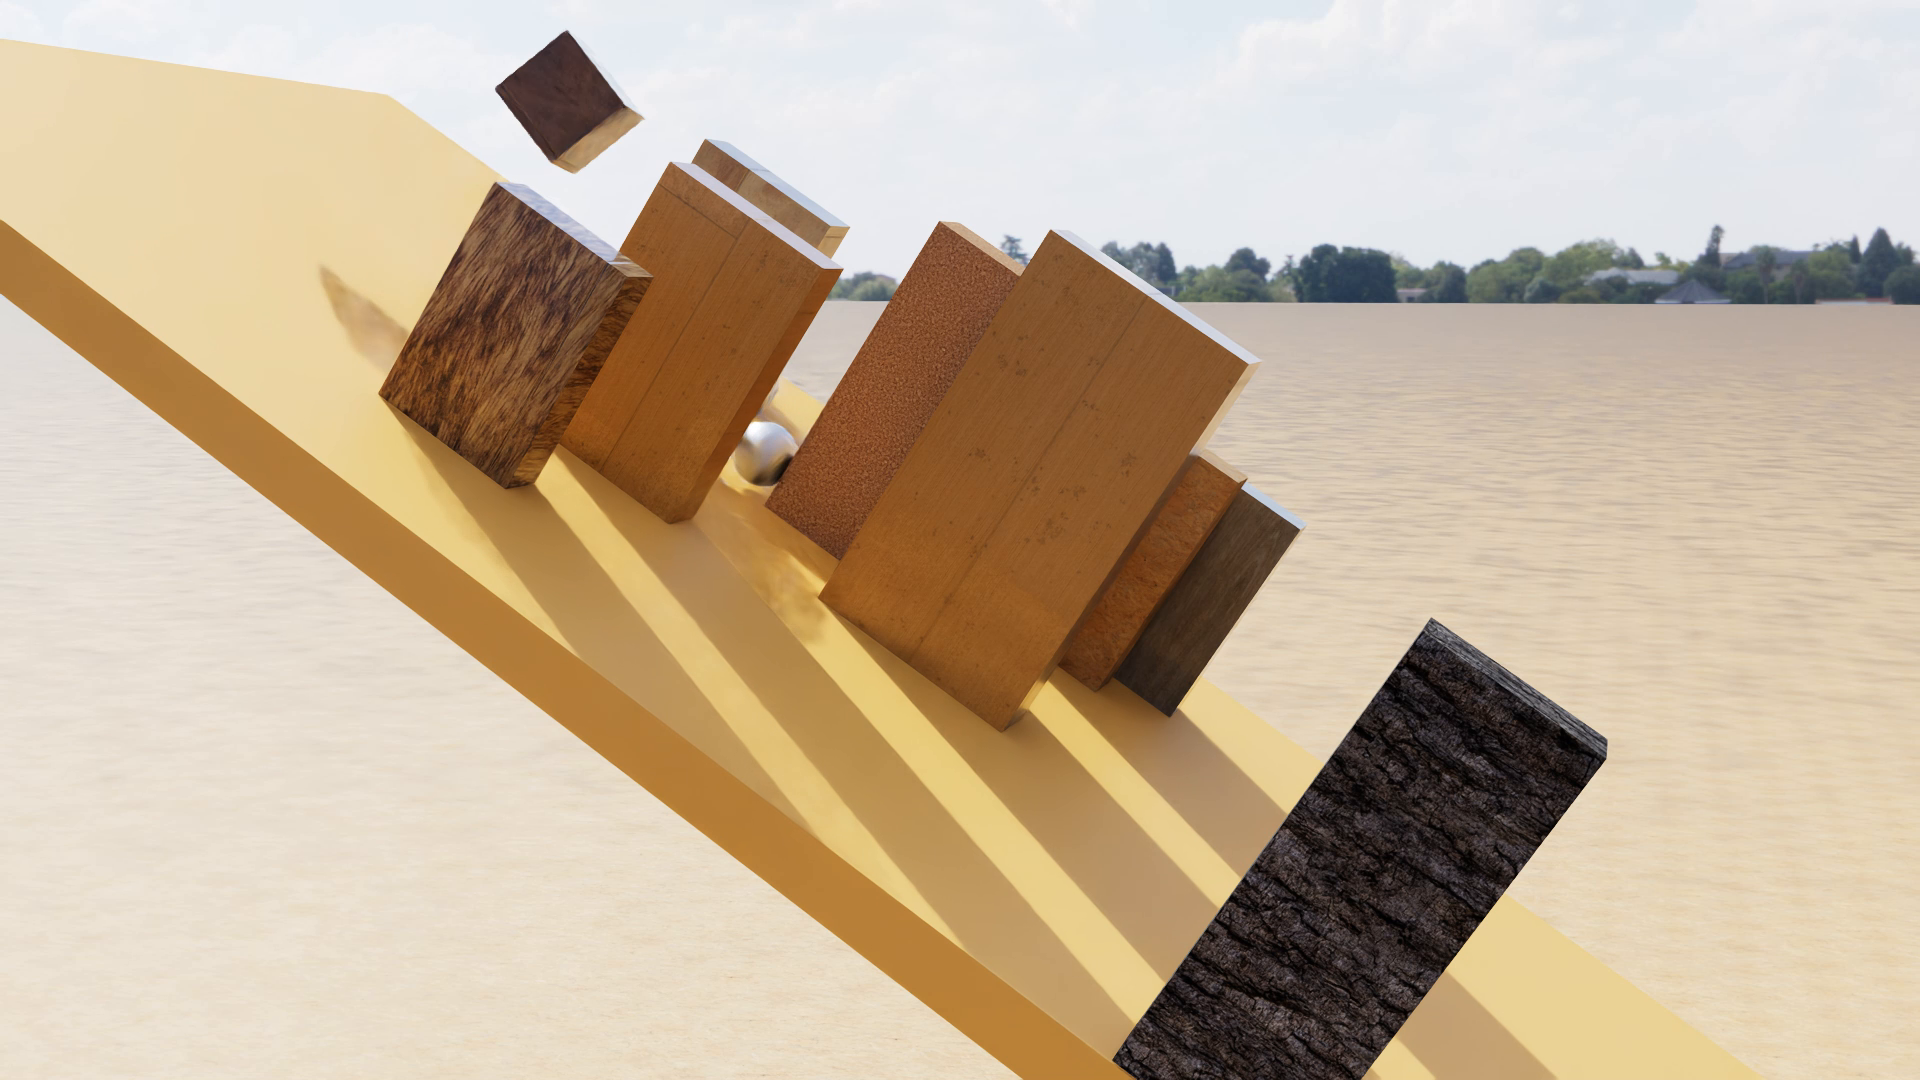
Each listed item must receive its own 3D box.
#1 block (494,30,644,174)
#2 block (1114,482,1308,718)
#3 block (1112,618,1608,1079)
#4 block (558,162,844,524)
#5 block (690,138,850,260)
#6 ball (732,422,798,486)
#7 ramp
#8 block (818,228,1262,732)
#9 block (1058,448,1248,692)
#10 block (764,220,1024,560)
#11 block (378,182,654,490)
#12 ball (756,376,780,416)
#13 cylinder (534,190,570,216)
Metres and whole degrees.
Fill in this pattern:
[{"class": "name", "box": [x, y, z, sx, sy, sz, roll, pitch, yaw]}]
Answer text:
[{"class": "block", "box": [-0.799, -0.895, 4.514, 0.191, 0.191, 0.191, -38, -1, 5]}, {"class": "block", "box": [0.411, 0.051, 4.565, 0.407, 0.479, 0.103, 36, 15, 10]}, {"class": "block", "box": [0.529, 0.487, 2.948, 0.277, 0.735, 0.123, 36, 15, 10]}, {"class": "block", "box": [-0.490, -0.346, 3.874, 0.335, 0.534, 0.104, 36, 15, 10]}, {"class": "block", "box": [-0.510, -0.614, 4.890, 0.348, 0.421, 0.127, 36, 15, 10]}, {"class": "ball", "box": [-0.381, -0.167, 4.284, 0.128, 0.128, 0.128, 0, 7, 0]}, {"class": "ramp", "box": [-0.125, 0.210, 4.098, 4.000, 0.100, 2.000, 36, 15, 10]}, {"class": "block", "box": [0.134, -0.103, 3.894, 0.414, 0.786, 0.137, 36, 15, 10]}, {"class": "block", "box": [0.303, 0.004, 4.421, 0.301, 0.515, 0.118, 36, 15, 10]}, {"class": "block", "box": [-0.058, -0.242, 4.203, 0.331, 0.650, 0.131, 36, 15, 10]}, {"class": "block", "box": [-0.728, -0.334, 3.596, 0.276, 0.411, 0.099, 36, 15, 10]}, {"class": "ball", "box": [-0.466, -0.340, 4.584, 0.182, 0.182, 0.182, 0, 7, 0]}, {"class": "cylinder", "box": [-0.833, -0.551, 4.288, 0.183, 0.183, 0.183, 0, -32, 4]}]
